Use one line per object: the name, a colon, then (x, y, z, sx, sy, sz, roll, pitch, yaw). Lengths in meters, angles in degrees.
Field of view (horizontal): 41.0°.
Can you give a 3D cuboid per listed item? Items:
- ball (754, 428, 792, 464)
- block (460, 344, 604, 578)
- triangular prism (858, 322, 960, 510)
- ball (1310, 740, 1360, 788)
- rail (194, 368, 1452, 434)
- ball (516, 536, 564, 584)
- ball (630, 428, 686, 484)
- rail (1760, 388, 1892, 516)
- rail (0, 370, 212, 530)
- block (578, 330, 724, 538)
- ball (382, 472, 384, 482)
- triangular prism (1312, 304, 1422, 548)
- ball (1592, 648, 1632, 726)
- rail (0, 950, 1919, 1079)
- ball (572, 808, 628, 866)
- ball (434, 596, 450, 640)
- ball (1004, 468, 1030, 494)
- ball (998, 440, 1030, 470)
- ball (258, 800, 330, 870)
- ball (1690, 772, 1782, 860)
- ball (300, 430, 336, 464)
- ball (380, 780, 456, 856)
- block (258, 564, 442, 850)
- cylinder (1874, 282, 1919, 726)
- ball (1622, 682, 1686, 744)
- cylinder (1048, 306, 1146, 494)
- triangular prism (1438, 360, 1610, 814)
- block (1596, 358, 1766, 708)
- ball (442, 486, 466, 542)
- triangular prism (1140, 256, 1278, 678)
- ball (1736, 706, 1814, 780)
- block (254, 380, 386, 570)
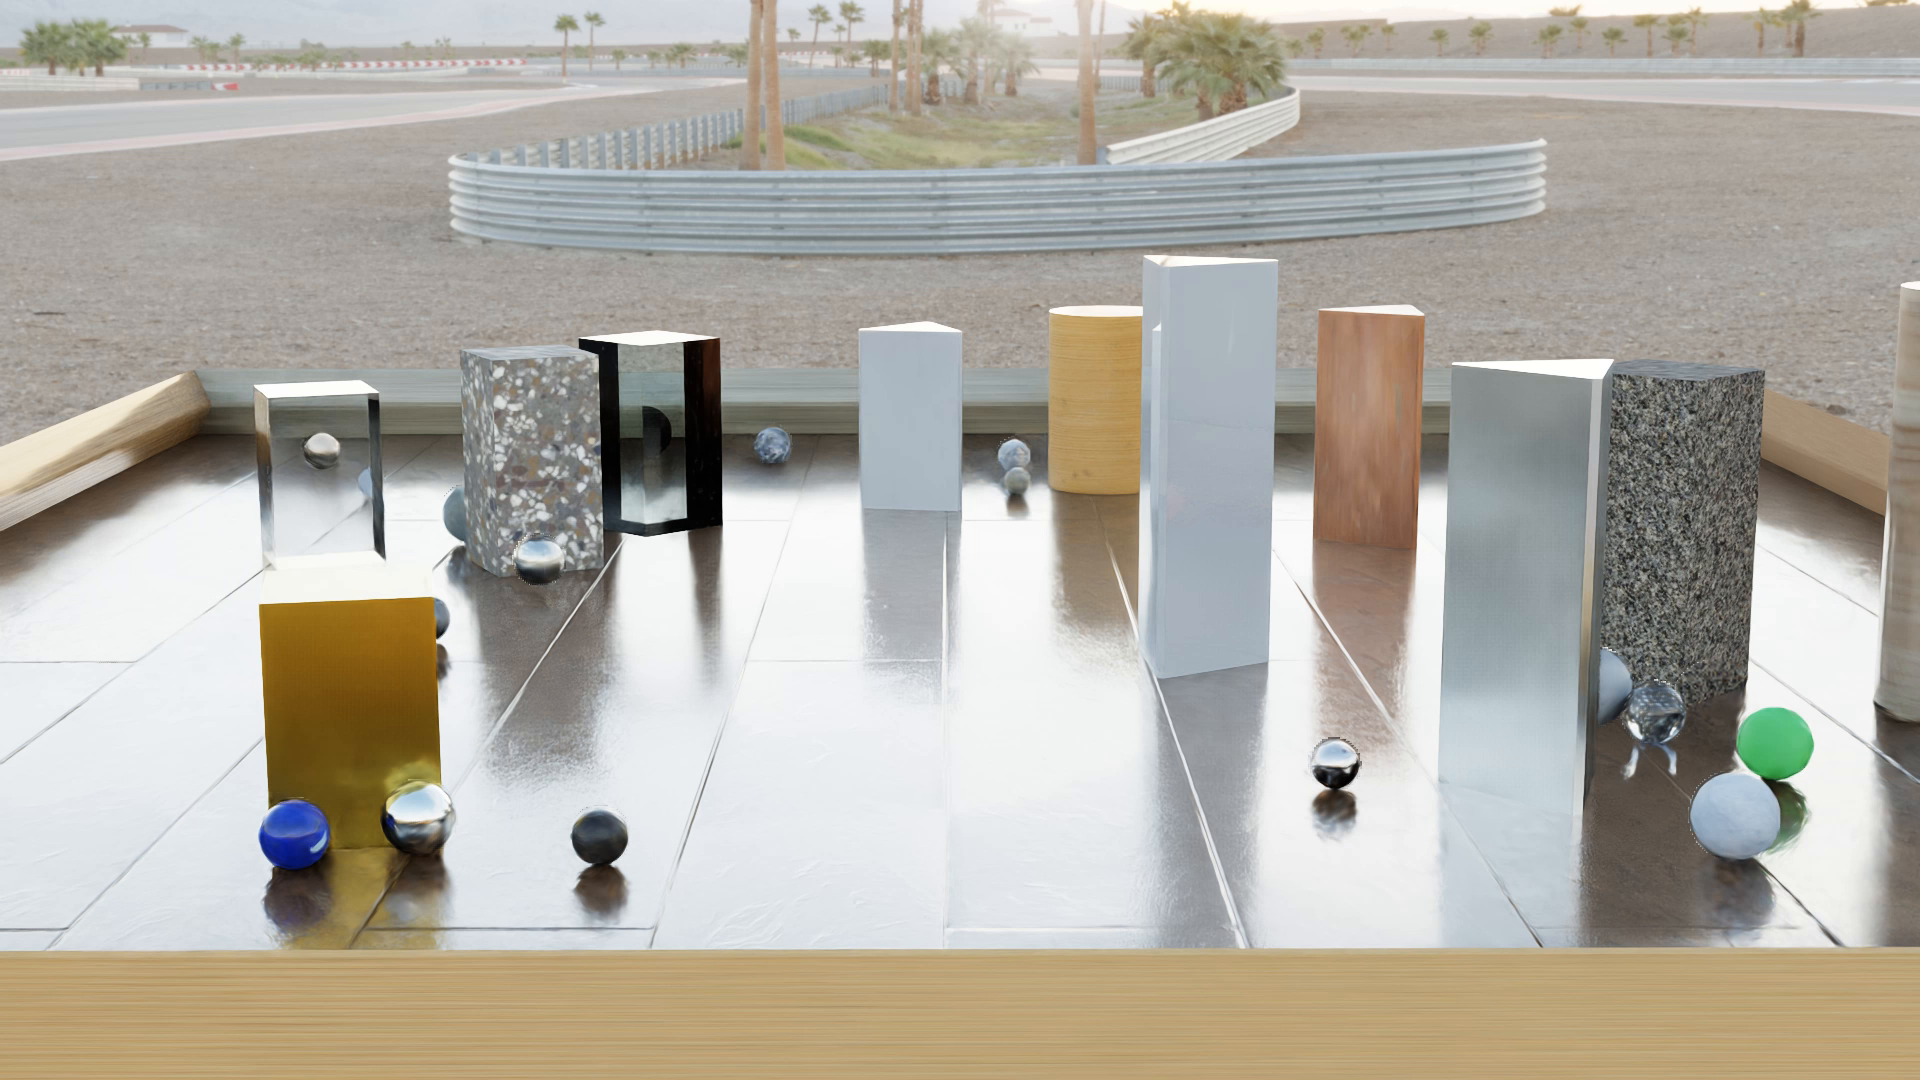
ball: (-0.346, -0.175, 4.750, 0.067, 0.067, 0.067, 0, 10, 0)
block: (-0.630, -0.120, 3.774, 0.159, 0.314, 0.159, -5, 12, -27)
triangular prism: (-0.069, -0.211, 4.309, 0.172, 0.297, 0.149, 2, 11, 11)
ball: (0.382, 0.229, 2.615, 0.049, 0.049, 0.049, 0, 10, 0)
rail: (-0.010, -0.274, 5.109, 3.037, 0.129, 0.045, 0, 10, 0)
ball: (-0.597, 0.029, 3.643, 0.069, 0.069, 0.069, 0, 10, 0)
ball: (-0.531, -0.148, 4.519, 0.099, 0.099, 0.099, 0, 10, 0)
rail: (1.495, 0.032, 3.457, 0.045, 0.129, 3.424, 0, 10, 0)
rail: (-1.495, 0.035, 3.440, 0.045, 0.129, 3.424, 0, 10, 0)
block: (-0.492, -0.172, 4.091, 0.159, 0.301, 0.159, 10, 15, 44)
ball: (-1.020, -0.108, 4.423, 0.053, 0.053, 0.053, 0, 10, 0)
triangular prism: (0.662, -0.181, 3.987, 0.172, 0.357, 0.149, 7, 12, 32)
ball: (0.704, 0.163, 2.862, 0.088, 0.088, 0.088, 0, 10, 0)
rail: (0.010, 0.340, 1.789, 3.037, 0.129, 0.045, 0, 10, 0)
ball: (-0.332, 0.273, 2.365, 0.053, 0.053, 0.053, 0, 10, 0)
ball: (-0.682, 0.101, 3.278, 0.060, 0.060, 0.060, 0, 10, 0)
ball: (0.099, -0.101, 4.408, 0.046, 0.046, 0.046, 0, 10, 0)
ball: (0.098, -0.152, 4.645, 0.059, 0.059, 0.059, 0, 10, 0)
ball: (-0.610, 0.270, 2.352, 0.064, 0.064, 0.064, 0, 10, 0)
ball: (0.720, 0.256, 2.381, 0.081, 0.081, 0.081, 0, 10, 0)
ball: (-1.185, -0.171, 4.732, 0.066, 0.066, 0.066, 0, 10, 0)
ball: (-0.504, 0.259, 2.389, 0.069, 0.069, 0.069, 0, 10, 0)
block: (-0.584, 0.159, 2.471, 0.159, 0.239, 0.159, -2, 11, -12)
cylinder: (1.147, -0.042, 2.885, 0.198, 0.484, 0.198, 0, 10, 0)
ball: (0.755, 0.188, 2.790, 0.066, 0.066, 0.066, 0, 10, 0)
cylinder: (0.254, -0.247, 4.479, 0.198, 0.306, 0.198, 0, 10, 0)
triangular prism: (0.605, 0.038, 2.597, 0.149, 0.432, 0.172, -9, 14, -41)
block: (0.824, -0.012, 3.016, 0.159, 0.378, 0.159, 10, 14, 43)
ball: (-0.753, -0.040, 3.955, 0.090, 0.090, 0.090, 0, 10, 0)
triangular prism: (0.270, -0.097, 3.150, 0.172, 0.495, 0.149, -7, 13, -33)
ball: (0.841, 0.210, 2.646, 0.076, 0.076, 0.076, 0, 10, 0)
block: (-0.956, -0.100, 3.828, 0.159, 0.254, 0.159, -4, 11, -22)
